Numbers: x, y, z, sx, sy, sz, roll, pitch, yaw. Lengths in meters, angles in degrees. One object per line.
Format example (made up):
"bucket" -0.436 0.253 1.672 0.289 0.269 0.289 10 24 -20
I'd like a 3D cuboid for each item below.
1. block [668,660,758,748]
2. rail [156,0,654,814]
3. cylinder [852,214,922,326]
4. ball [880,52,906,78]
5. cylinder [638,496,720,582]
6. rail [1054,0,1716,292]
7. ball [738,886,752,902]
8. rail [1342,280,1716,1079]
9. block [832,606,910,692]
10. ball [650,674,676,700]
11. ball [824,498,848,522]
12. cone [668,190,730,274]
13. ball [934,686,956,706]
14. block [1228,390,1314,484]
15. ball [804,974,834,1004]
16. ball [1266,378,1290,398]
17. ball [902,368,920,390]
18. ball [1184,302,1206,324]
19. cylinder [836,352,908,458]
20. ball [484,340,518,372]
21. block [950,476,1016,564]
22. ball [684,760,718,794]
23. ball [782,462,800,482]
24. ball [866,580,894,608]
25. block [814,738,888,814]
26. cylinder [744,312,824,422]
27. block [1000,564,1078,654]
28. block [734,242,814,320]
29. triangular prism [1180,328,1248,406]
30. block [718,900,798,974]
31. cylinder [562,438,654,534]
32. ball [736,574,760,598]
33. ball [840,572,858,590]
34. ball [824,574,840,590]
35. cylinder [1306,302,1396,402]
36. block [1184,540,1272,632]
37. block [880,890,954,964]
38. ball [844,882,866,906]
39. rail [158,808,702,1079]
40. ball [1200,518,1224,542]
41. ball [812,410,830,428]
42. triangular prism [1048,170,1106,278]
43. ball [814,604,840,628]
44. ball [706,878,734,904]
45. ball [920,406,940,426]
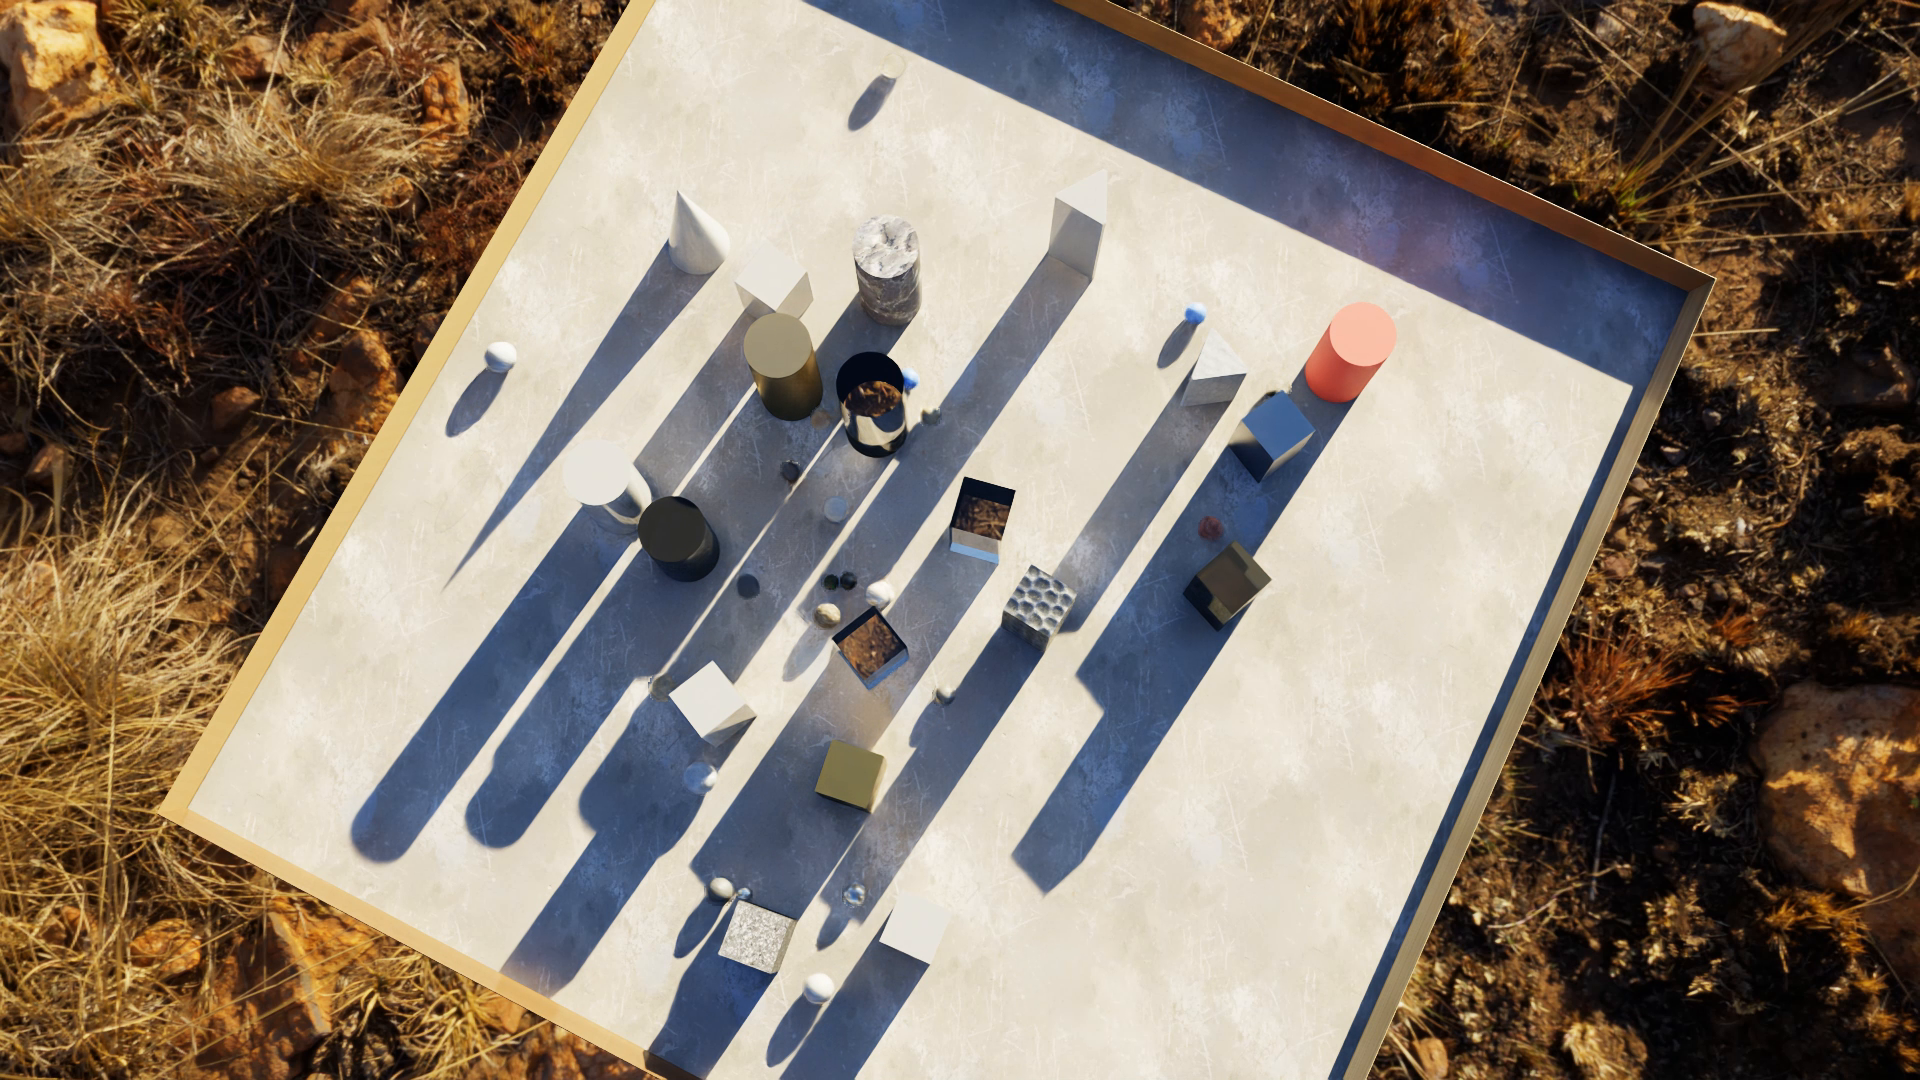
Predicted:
"block" -0.718 0.483 5.357 0.156 0.313 0.156 -38 81 -7
"rail" -1.520 -0.738 5.703 0.045 0.127 3.552 26 80 5
"cylinder" -0.216 -0.810 5.555 0.195 0.449 0.195 0 78 0
"ball" -0.215 -1.524 5.890 0.082 0.082 0.082 0 78 0
"cylinder" -0.833 0.001 5.451 0.195 0.324 0.195 0 78 0
"rail" 0.784 -1.528 5.867 3.447 0.127 0.045 26 80 5
"ball" -0.630 1.040 5.380 0.043 0.043 0.043 0 78 0
"rail" 1.520 0.751 5.395 0.045 0.127 3.552 26 80 5
"block" -0.262 0.322 5.418 0.156 0.258 0.156 -38 81 -7
"ball" -0.887 0.442 5.486 0.077 0.077 0.077 0 78 0
"ball" -0.379 -0.092 5.597 0.075 0.075 0.075 0 78 0
"cone" -0.828 -0.980 5.587 0.195 0.456 0.195 0 78 0
"ball" -0.045 0.465 5.489 0.061 0.061 0.061 0 78 0
"block" 0.936 -0.310 5.533 0.156 0.289 0.156 -36 81 -7
"ball" -0.409 1.299 5.303 0.087 0.087 0.087 0 78 0
"ball" 0.985 -0.468 5.678 0.070 0.070 0.070 0 78 0
"ball" -0.159 -0.500 5.687 0.065 0.065 0.065 0 78 0
"ball" 0.737 -0.707 5.728 0.067 0.067 0.067 0 78 0
"cylinder" -0.257 -0.397 5.460 0.195 0.468 0.195 0 78 0
"ball" -1.423 -0.568 5.684 0.098 0.098 0.098 0 78 0
"block" 0.065 -0.056 5.452 0.156 0.346 0.156 16 79 3
"ball" -0.767 0.703 5.421 0.098 0.098 0.098 0 78 0
"ball" -0.521 -0.209 5.631 0.057 0.057 0.057 0 78 0
"ball" -0.243 0.166 5.539 0.085 0.085 0.085 0 78 0
"block" -0.314 0.690 5.336 0.156 0.269 0.156 18 79 4
"cylinder" -0.524 -0.512 5.485 0.195 0.466 0.195 0 78 0
"block" 0.230 0.207 5.408 0.156 0.325 0.156 31 80 6
"block" -0.570 -0.767 5.640 0.156 0.266 0.156 36 81 7
"triangular prism" 0.760 -0.530 5.576 0.169 0.294 0.147 -8 78 -2
"block" -0.576 1.137 5.254 0.156 0.250 0.156 20 79 4
"cylinder" -1.040 -0.154 5.443 0.195 0.402 0.195 0 78 0
"ball" -0.643 0.139 5.552 0.070 0.070 0.070 0 78 0
"ball" -0.338 0.125 5.564 0.053 0.053 0.053 0 78 0
"ball" -0.391 0.130 5.565 0.048 0.048 0.048 0 78 0
"cylinder" 1.176 -0.561 5.534 0.195 0.390 0.195 0 78 0
"block" 0.788 0.139 5.425 0.156 0.318 0.156 -41 81 -8
"block" -0.122 1.108 5.255 0.156 0.260 0.156 23 79 5
"ball" -0.307 1.037 5.369 0.065 0.065 0.065 0 78 0
"rail" -0.784 1.541 5.232 3.447 0.127 0.045 26 80 5
"ball" 0.767 -0.032 5.586 0.072 0.072 0.072 0 78 0
"ball" -0.429 -0.374 5.664 0.058 0.058 0.058 0 78 0
"triangular prism" 0.388 -0.977 5.582 0.169 0.464 0.147 31 80 6
"ball" -0.399 0.229 5.529 0.078 0.078 0.078 0 78 0
"ball" -0.702 1.028 5.365 0.077 0.077 0.077 0 78 0
"ball" -0.093 -0.385 5.666 0.059 0.059 0.059 0 78 0
